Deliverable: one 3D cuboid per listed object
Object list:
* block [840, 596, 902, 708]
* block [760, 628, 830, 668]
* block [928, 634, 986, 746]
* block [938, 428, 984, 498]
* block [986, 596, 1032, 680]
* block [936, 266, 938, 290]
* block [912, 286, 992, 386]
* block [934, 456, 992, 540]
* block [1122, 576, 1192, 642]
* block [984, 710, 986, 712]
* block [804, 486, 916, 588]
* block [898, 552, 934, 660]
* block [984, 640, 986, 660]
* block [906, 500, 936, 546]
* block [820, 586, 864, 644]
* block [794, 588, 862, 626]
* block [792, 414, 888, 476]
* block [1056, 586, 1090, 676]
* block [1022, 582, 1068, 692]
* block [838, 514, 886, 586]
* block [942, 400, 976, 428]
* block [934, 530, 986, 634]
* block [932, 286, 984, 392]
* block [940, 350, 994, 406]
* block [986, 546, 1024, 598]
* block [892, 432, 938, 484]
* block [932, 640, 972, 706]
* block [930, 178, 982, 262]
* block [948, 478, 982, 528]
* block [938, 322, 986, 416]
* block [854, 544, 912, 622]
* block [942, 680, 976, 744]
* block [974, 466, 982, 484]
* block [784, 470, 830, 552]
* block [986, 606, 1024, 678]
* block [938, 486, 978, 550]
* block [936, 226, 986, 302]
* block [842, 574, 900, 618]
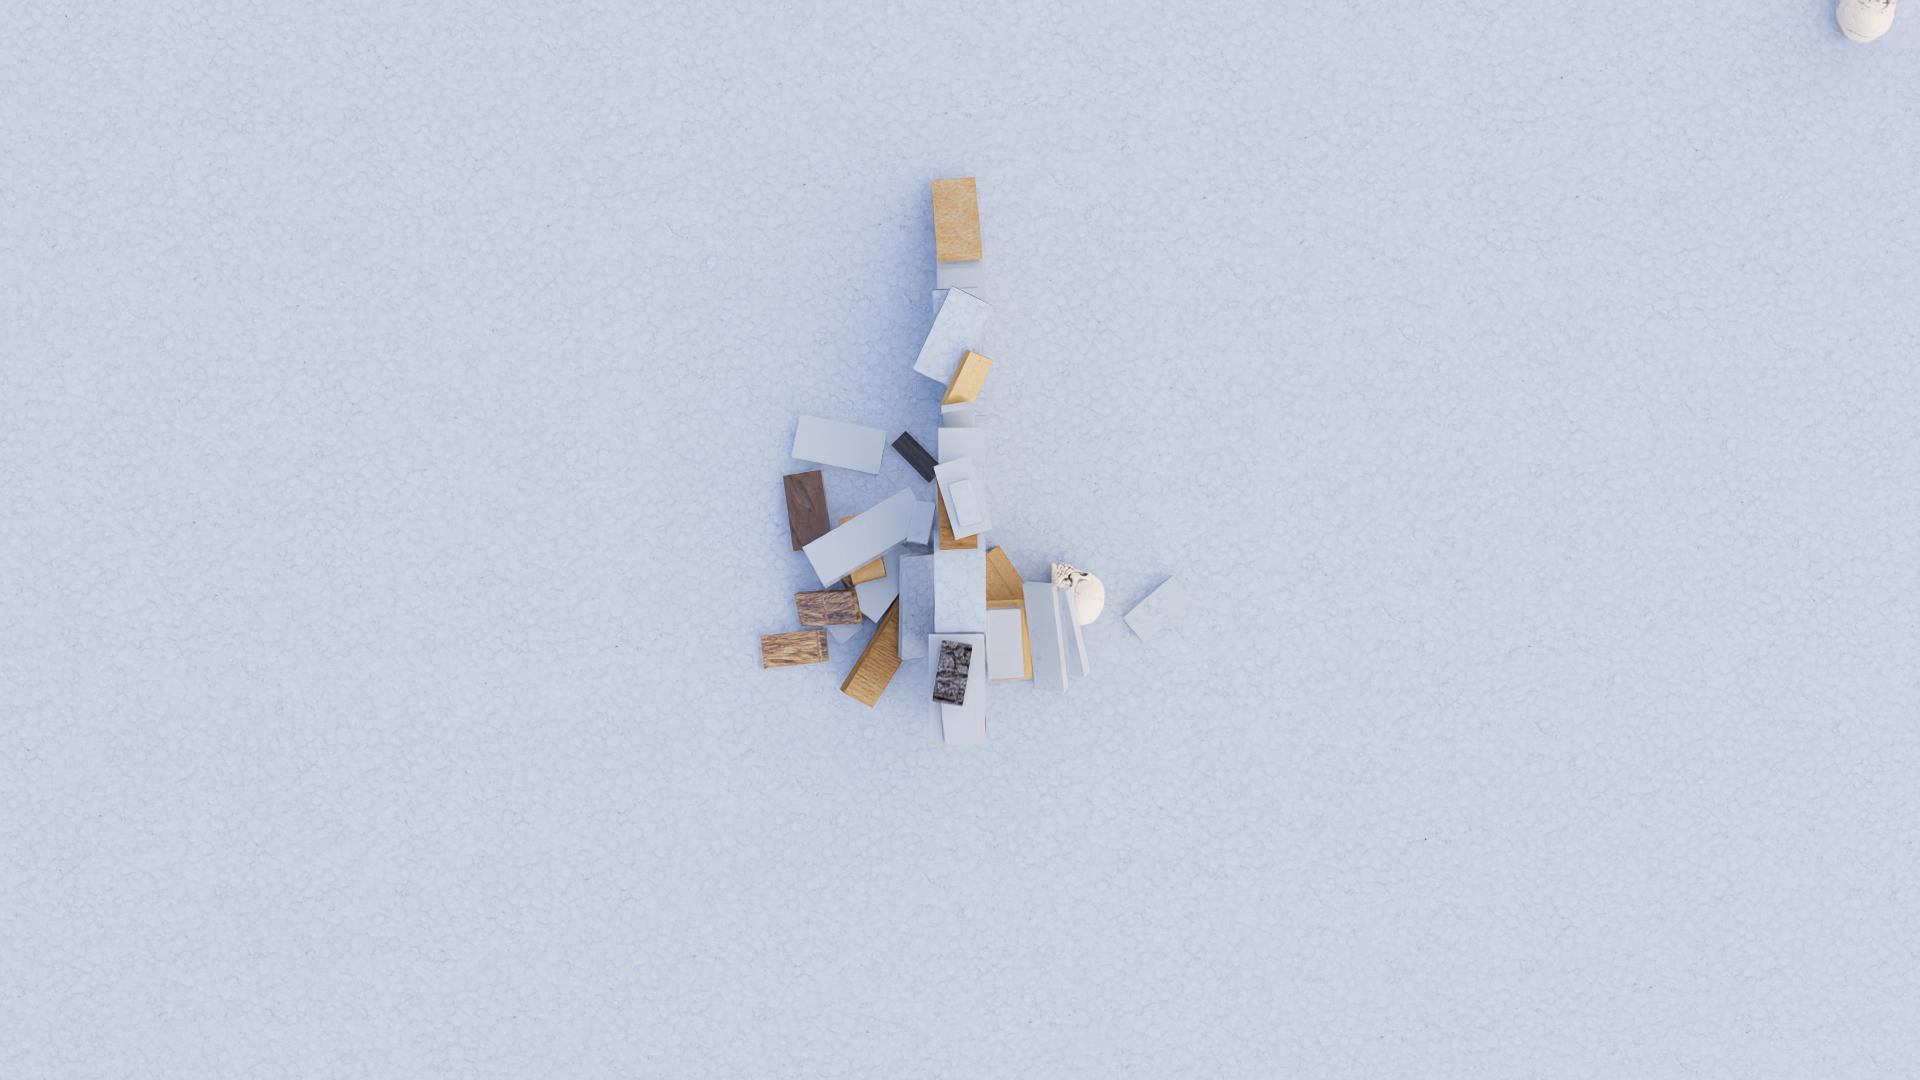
[{"bbox_3d":[-0.209,0.313,5.449,0.128,0.036,0.501,32,90,-34],"label":"block"},{"bbox_3d":[-0.548,0.361,5.485,0.216,0.031,0.108,-6,90,0],"label":"block"},{"bbox_3d":[-0.009,0.463,5.133,0.171,0.049,0.343,-1,90,0],"label":"block"},{"bbox_3d":[0.005,-0.209,5.192,0.143,0.040,0.285,0,90,0],"label":"block"},{"bbox_3d":[0.162,0.323,5.441,0.138,0.039,0.275,-4,105,4],"label":"block"},{"bbox_3d":[0.004,-0.772,5.477,0.159,0.045,0.318,0,90,0],"label":"block"},{"bbox_3d":[-0.024,-0.654,5.312,0.147,0.042,0.293,25,101,-6],"label":"block"},{"bbox_3d":[0.009,-0.130,5.090,0.118,0.033,0.236,-17,88,-1],"label":"block"},{"bbox_3d":[0.657,0.229,5.485,0.216,0.031,0.108,-40,90,0],"label":"block"},{"bbox_3d":[-0.004,0.581,5.328,0.171,0.343,0.049,0,90,0],"label":"block"},{"bbox_3d":[-0.302,-0.009,5.386,0.401,0.042,0.147,-30,75,-2],"label":"block"},{"bbox_3d":[-0.142,0.215,5.409,0.111,0.031,0.354,-7,109,-26],"label":"block"},{"bbox_3d":[-0.003,0.354,5.328,0.171,0.343,0.049,0,90,0],"label":"block"},{"bbox_3d":[-0.124,-0.056,5.349,0.068,0.019,0.136,10,77,8],"label":"block"},{"bbox_3d":[-0.417,0.245,5.487,0.095,0.027,0.189,-39,90,0],"label":"block"},{"bbox_3d":[-0.434,0.222,5.421,0.222,0.031,0.111,-3,106,28],"label":"block"},{"bbox_3d":[-0.399,-0.317,5.479,0.294,0.042,0.147,11,90,0],"label":"block"},{"bbox_3d":[0.327,0.301,5.405,0.138,0.039,0.301,-2,109,34],"label":"block"},{"bbox_3d":[0.280,0.318,5.397,0.108,0.031,0.375,5,113,30],"label":"block"},{"bbox_3d":[-0.321,0.026,5.417,0.111,0.031,0.222,-15,75,2],"label":"block"},{"bbox_3d":[-0.001,-0.369,5.390,0.099,0.237,0.028,-9,60,0],"label":"block"},{"bbox_3d":[0.000,0.130,5.159,0.159,0.045,0.319,-1,90,0],"label":"block"},{"bbox_3d":[-0.006,-0.650,5.356,0.147,0.042,0.330,-4,103,0],"label":"block"},{"bbox_3d":[0.022,-0.508,5.326,0.099,0.028,0.199,16,105,-37],"label":"block"},{"bbox_3d":[0.149,0.170,5.480,0.138,0.039,0.275,-34,90,0],"label":"block"},{"bbox_3d":[-0.141,-0.276,5.490,0.068,0.019,0.178,-45,90,0],"label":"block"},{"bbox_3d":[-0.023,0.409,5.074,0.095,0.027,0.189,9,78,3],"label":"block"},{"bbox_3d":[-0.012,-1.055,5.420,0.147,0.042,0.293,-4,66,-1],"label":"block"},{"bbox_3d":[0.017,-0.113,5.063,0.068,0.019,0.136,-16,88,-1],"label":"block"},{"bbox_3d":[0.005,-0.568,5.433,0.159,0.045,0.318,0,91,0],"label":"block"},{"bbox_3d":[-0.251,0.133,5.437,0.128,0.036,0.256,37,83,-3],"label":"block"},{"bbox_3d":[-0.007,0.530,5.095,0.095,0.027,0.189,-6,90,0],"label":"block"},{"bbox_3d":[0.009,-0.134,5.157,0.099,0.028,0.199,6,90,0],"label":"block"},{"bbox_3d":[-0.503,-0.095,5.458,0.128,0.036,0.256,-9,81,3],"label":"block"},{"bbox_3d":[0.145,0.336,5.408,0.118,0.033,0.236,-3,105,3],"label":"block"},{"bbox_3d":[-0.008,-0.090,5.122,0.118,0.033,0.236,-2,88,0],"label":"block"},{"bbox_3d":[0.005,-0.872,5.418,0.159,0.045,0.318,-1,77,0],"label":"block"},{"bbox_3d":[-0.332,0.095,5.479,0.147,0.042,0.294,-28,90,0],"label":"block"}]
